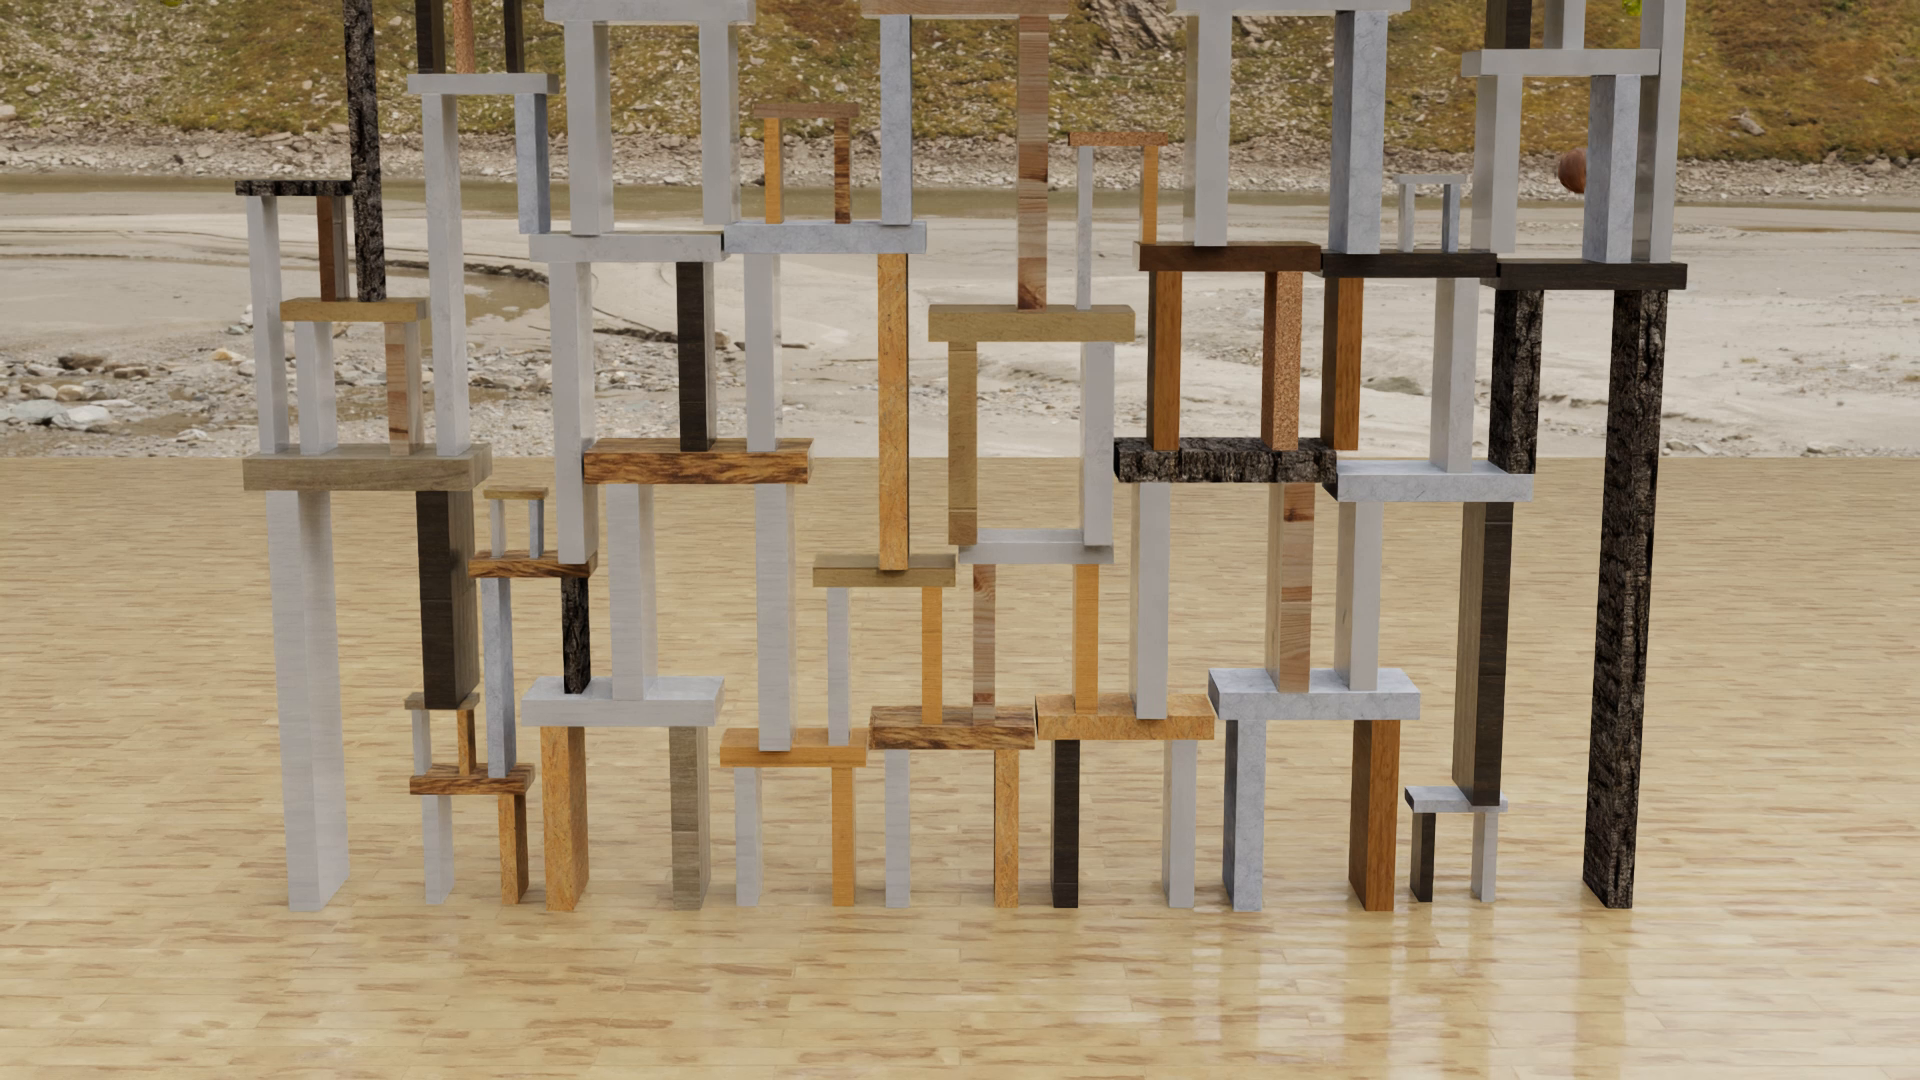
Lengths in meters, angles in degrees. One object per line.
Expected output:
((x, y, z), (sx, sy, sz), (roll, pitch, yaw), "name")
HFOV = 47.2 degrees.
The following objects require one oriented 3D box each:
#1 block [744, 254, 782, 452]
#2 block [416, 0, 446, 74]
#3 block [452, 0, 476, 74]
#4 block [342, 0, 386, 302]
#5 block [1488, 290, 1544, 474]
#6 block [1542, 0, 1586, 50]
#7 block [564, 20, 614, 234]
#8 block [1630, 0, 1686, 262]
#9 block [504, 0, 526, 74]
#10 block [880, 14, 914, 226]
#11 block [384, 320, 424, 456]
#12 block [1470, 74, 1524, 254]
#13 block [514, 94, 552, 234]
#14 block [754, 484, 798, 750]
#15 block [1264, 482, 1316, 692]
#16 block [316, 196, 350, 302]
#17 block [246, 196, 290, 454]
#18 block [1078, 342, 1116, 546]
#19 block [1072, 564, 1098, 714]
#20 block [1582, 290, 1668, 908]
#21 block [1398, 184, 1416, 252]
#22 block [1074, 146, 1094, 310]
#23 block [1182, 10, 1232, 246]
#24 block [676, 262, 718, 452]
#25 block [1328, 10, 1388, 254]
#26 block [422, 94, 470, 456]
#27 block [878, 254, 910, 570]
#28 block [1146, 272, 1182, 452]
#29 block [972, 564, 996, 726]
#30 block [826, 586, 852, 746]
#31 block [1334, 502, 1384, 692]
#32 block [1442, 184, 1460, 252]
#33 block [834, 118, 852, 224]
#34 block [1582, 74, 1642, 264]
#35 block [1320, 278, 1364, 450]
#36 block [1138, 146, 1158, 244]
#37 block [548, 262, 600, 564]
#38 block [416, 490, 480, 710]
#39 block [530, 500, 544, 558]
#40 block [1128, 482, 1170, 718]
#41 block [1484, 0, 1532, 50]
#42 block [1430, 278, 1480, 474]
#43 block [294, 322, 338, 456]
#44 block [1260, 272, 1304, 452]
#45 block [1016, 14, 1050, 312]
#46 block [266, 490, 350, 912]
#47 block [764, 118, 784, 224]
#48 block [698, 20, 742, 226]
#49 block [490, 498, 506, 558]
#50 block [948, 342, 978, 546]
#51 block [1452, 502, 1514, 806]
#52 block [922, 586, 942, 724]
((-0.313, -0.305, 3.505), (0.044, 0.310, 0.155), (0, 11, 0), "block")
((-0.821, -0.806, 3.406), (0.024, 0.167, 0.083), (0, 11, 0), "block")
((-0.770, -0.783, 3.412), (0.017, 0.118, 0.059), (-1, 11, 0), "block")
((-0.931, -0.634, 3.438), (0.024, 0.517, 0.083), (0, 11, 0), "block")
((0.886, -0.259, 3.511), (0.041, 0.289, 0.144), (0, 11, 0), "block")
((0.938, -0.874, 3.402), (0.033, 0.230, 0.115), (0, 11, 0), "block")
((-0.579, -0.643, 3.439), (0.043, 0.322, 0.153), (0, 11, 0), "block")
((1.091, -0.715, 3.432), (0.033, 0.554, 0.115), (0, 11, 0), "block")
((-0.692, -0.783, 3.412), (0.017, 0.118, 0.059), (-1, 11, 0), "block")
((-0.098, -0.655, 3.433), (0.045, 0.316, 0.158), (0, 11, 0), "block")
((-0.888, -0.248, 3.519), (0.030, 0.212, 0.106), (0, 11, 0), "block")
((0.841, -0.590, 3.450), (0.038, 0.271, 0.135), (0, 11, 0), "block")
((-0.669, -0.590, 3.448), (0.030, 0.214, 0.107), (0, 11, 0), "block")
((-0.298, 0.110, 3.585), (0.050, 0.434, 0.175), (0, 11, 0), "block")
((0.534, 0.062, 3.568), (0.048, 0.340, 0.170), (0, 11, 0), "block")
((-0.991, -0.462, 3.478), (0.023, 0.164, 0.082), (0, 11, 0), "block")
((-1.101, -0.343, 3.500), (0.023, 0.406, 0.082), (0, 11, 0), "block")
((0.219, -0.165, 3.526), (0.046, 0.321, 0.161), (0, 11, 0), "block")
((0.204, 0.149, 3.588), (0.035, 0.247, 0.124), (0, 11, 0), "block")
((1.079, 0.094, 3.577), (0.041, 1.008, 0.144), (0, 11, 0), "block")
((0.703, -0.508, 3.462), (0.015, 0.105, 0.053), (0, 11, 0), "block")
((0.195, -0.493, 3.471), (0.021, 0.254, 0.076), (0, 11, 0), "block")
((0.386, -0.642, 3.439), (0.050, 0.354, 0.177), (0, 11, 0), "block")
((-0.419, -0.298, 3.506), (0.042, 0.297, 0.148), (0, 10, 0), "block")
((0.621, -0.636, 3.440), (0.050, 0.366, 0.177), (0, 11, 0), "block")
((-0.812, -0.418, 3.481), (0.030, 0.563, 0.107), (0, 11, 0), "block")
((-0.106, -0.212, 3.522), (0.044, 0.499, 0.155), (0, 11, 0), "block")
((0.324, -0.291, 3.501), (0.040, 0.281, 0.140), (0, 11, 0), "block")
((0.039, 0.158, 3.590), (0.035, 0.266, 0.124), (0, 11, 0), "block")
((-0.197, 0.194, 3.598), (0.032, 0.264, 0.114), (0, 11, 0), "block")
((0.647, 0.077, 3.574), (0.044, 0.308, 0.154), (0, 11, 0), "block")
((0.773, -0.508, 3.462), (0.015, 0.105, 0.053), (0, 11, 0), "block")
((-0.183, -0.579, 3.448), (0.023, 0.162, 0.081), (0, 11, 0), "block")
((1.021, -0.582, 3.451), (0.038, 0.286, 0.135), (0, 11, 0), "block")
((0.608, -0.286, 3.508), (0.038, 0.270, 0.135), (0, 11, 0), "block")
((0.297, -0.544, 3.461), (0.021, 0.151, 0.076), (0, 11, 0), "block")
((-0.617, -0.210, 3.523), (0.042, 0.477, 0.148), (0, 11, 0), "block")
((-0.832, 0.080, 3.579), (0.050, 0.355, 0.177), (0, 10, 0), "block")
((-0.684, -0.022, 3.554), (0.014, 0.096, 0.048), (1, 10, 0), "block")
((0.307, 0.083, 3.572), (0.048, 0.383, 0.170), (0, 11, 0), "block")
((0.851, -0.945, 3.388), (0.038, 0.373, 0.133), (0, 11, 0), "block")
((0.788, -0.268, 3.511), (0.038, 0.307, 0.135), (0, 11, 0), "block")
((-1.030, -0.248, 3.518), (0.030, 0.212, 0.106), (0, 11, 0), "block")
((0.512, -0.291, 3.501), (0.040, 0.281, 0.140), (0, 11, 0), "block")
((0.112, -0.589, 3.446), (0.045, 0.451, 0.158), (0, 11, 0), "block")
((-1.068, 0.248, 3.609), (0.050, 0.695, 0.177), (0, 11, 0), "block")
((-0.291, -0.579, 3.449), (0.023, 0.162, 0.081), (0, 11, 0), "block")
((-0.374, -0.651, 3.438), (0.043, 0.307, 0.153), (0, 11, 0), "block")
((-0.747, -0.023, 3.554), (0.014, 0.096, 0.048), (0, 12, 0), "block")
((0.005, -0.165, 3.527), (0.046, 0.321, 0.161), (0, 11, 0), "block")
((0.852, 0.171, 3.592), (0.044, 0.500, 0.154), (0, 11, 0), "block")
((-0.045, 0.177, 3.595), (0.032, 0.228, 0.114), (0, 11, 0), "block")
